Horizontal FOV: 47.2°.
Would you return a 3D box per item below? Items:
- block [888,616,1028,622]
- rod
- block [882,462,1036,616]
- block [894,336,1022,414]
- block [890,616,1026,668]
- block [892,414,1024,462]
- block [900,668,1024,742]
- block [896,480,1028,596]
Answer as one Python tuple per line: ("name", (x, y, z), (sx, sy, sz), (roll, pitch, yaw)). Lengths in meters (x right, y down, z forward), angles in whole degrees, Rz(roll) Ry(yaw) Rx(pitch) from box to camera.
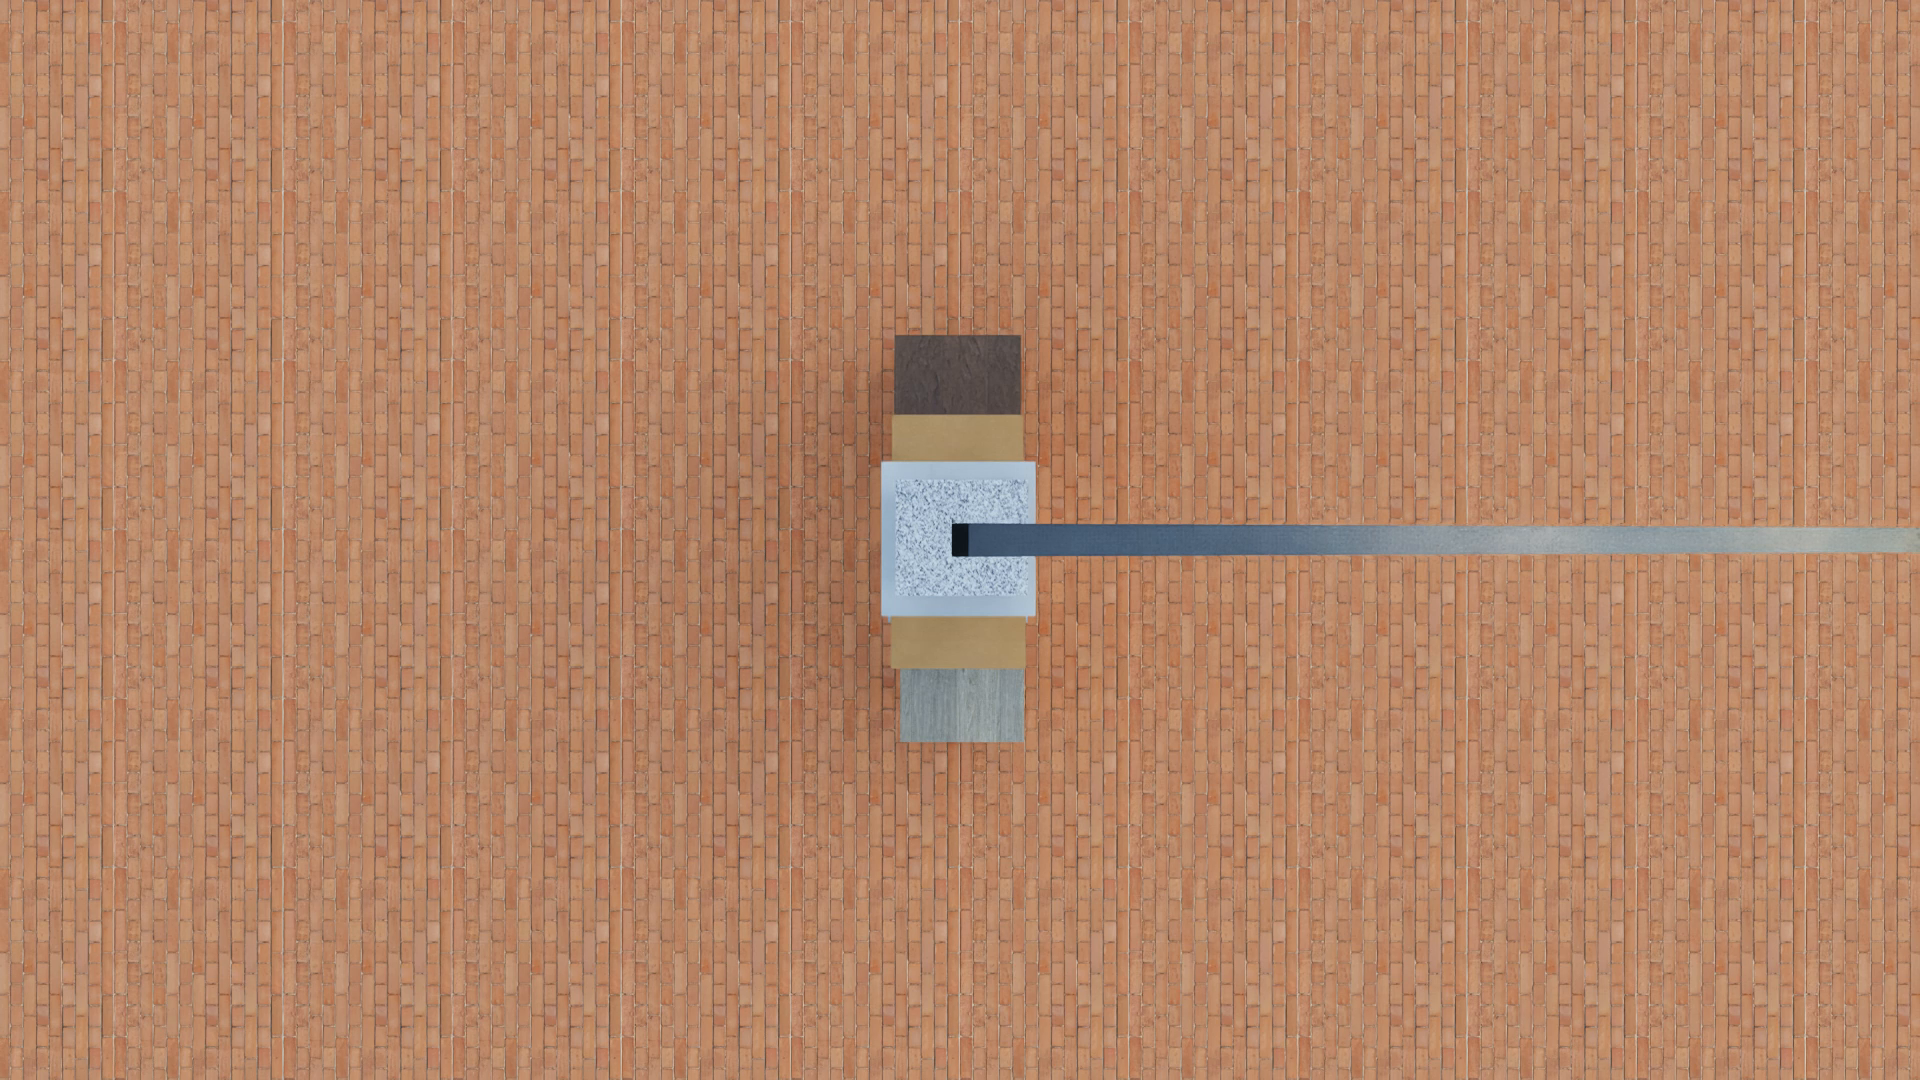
("block", (-0.012, 0.030, 12.612), (0.774, 0.776, 0.857), (0, 90, 0))
("rod", (2.234, 0.000, 6.638), (5.200, 0.080, 0.080), (0, 90, -31))
("block", (-0.008, -0.003, 11.087), (0.749, 0.783, 0.751), (0, 90, 0))
("block", (-0.012, -0.772, 12.596), (0.702, 0.808, 0.728), (0, 90, 0))
("block", (-0.009, 0.355, 11.851), (0.704, 0.746, 0.631), (0, 90, 0))
("block", (-0.013, -0.316, 11.909), (0.694, 0.568, 0.701), (0, 91, 0))
("block", (0.011, 0.802, 12.679), (0.693, 0.642, 0.668), (0, 90, 0))
("block", (0.009, -0.008, 10.438), (0.614, 0.516, 0.536), (0, 90, 0))
